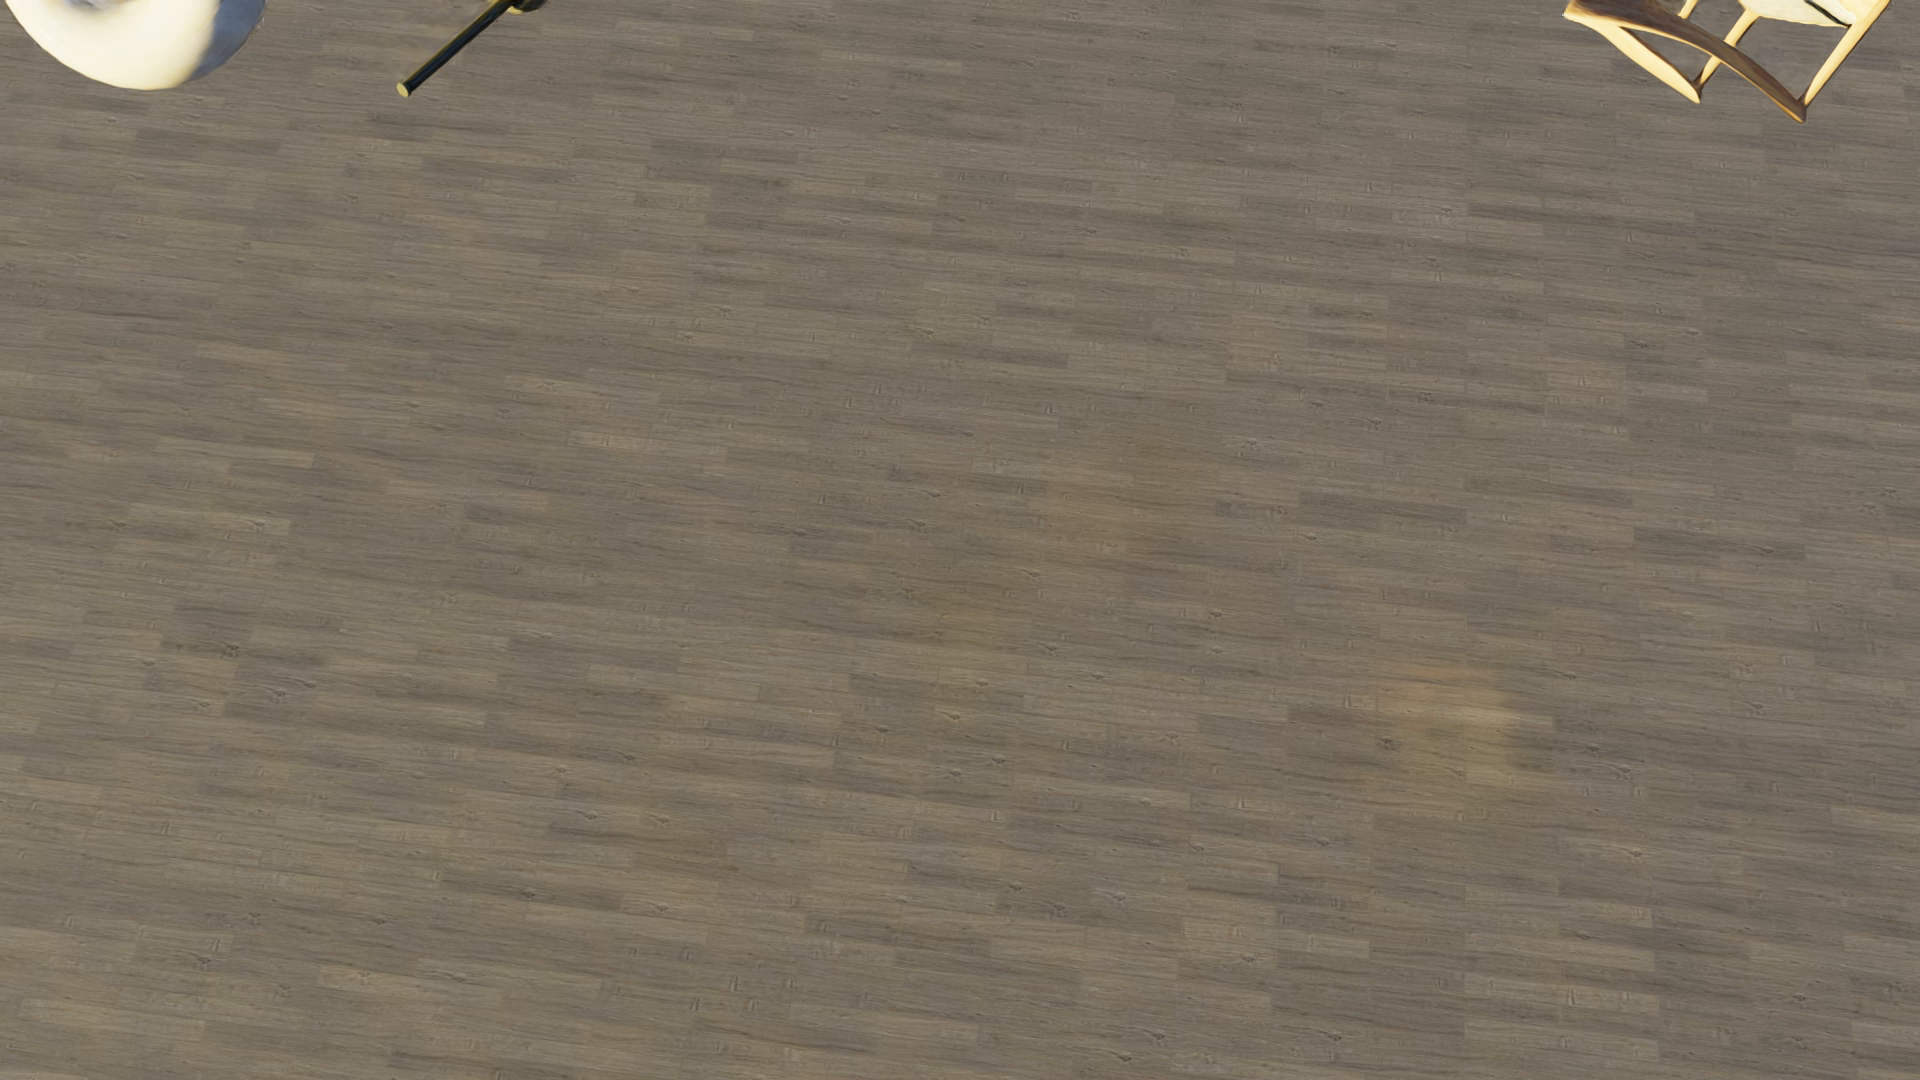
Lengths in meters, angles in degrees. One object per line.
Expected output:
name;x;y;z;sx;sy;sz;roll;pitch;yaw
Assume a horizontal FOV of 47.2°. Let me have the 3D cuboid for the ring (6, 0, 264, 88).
ring;-0.994;-0.713;2.630;0.348;0.345;0.135;13;24;5
